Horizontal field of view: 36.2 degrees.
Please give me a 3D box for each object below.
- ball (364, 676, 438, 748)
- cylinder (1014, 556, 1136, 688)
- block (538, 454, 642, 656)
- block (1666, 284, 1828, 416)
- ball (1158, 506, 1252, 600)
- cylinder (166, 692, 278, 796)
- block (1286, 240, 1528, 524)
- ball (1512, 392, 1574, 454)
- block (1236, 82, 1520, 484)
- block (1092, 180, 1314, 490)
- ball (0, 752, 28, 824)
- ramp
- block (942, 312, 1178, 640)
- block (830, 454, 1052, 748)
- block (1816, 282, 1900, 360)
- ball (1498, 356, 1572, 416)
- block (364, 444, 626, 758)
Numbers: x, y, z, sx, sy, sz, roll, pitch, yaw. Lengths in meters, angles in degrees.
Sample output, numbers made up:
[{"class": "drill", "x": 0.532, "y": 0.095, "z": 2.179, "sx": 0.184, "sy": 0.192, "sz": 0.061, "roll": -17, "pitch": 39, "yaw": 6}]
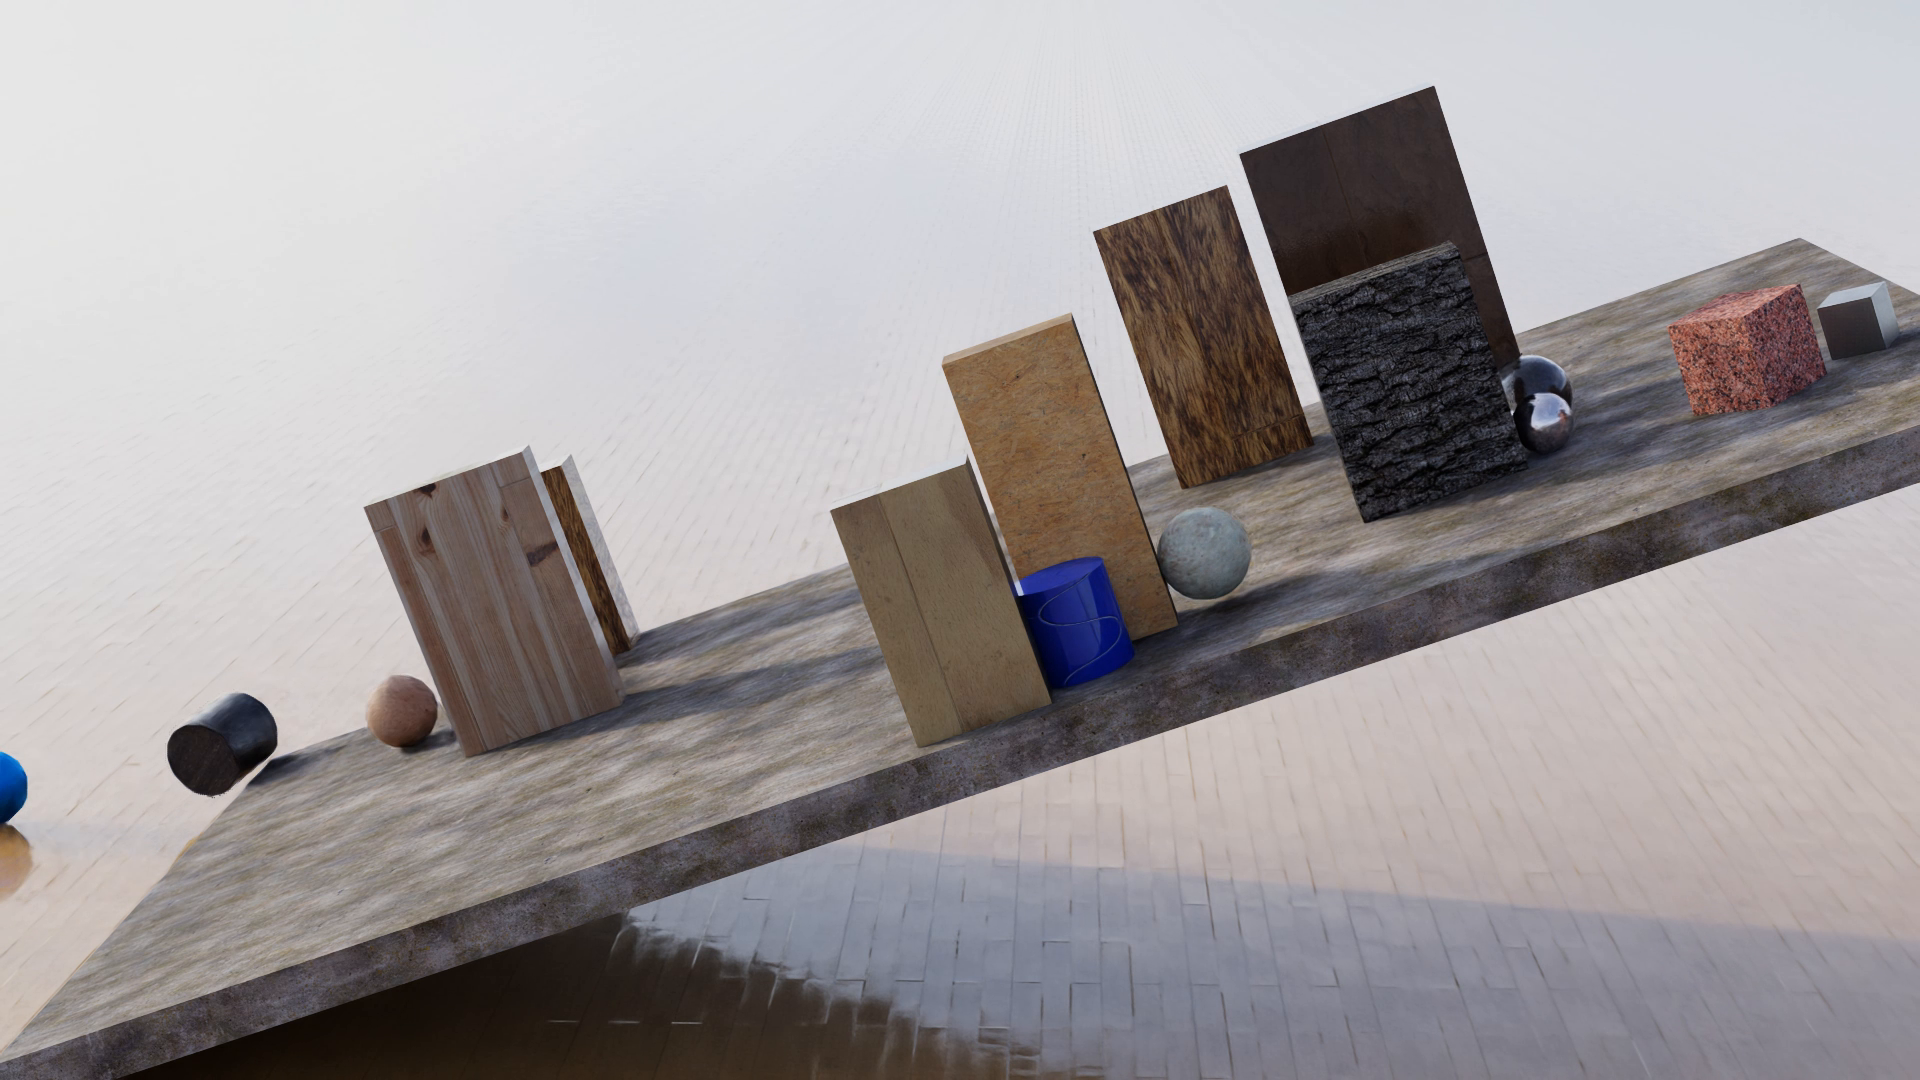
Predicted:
[{"class": "ball", "x": -1.333, "y": 0.408, "z": 7.015, "sx": 0.172, "sy": 0.172, "sz": 0.172, "roll": 0, "pitch": 13, "yaw": 0}, {"class": "cylinder", "x": 0.209, "y": 0.154, "z": 5.497, "sx": 0.188, "sy": 0.188, "sz": 0.188, "roll": -19, "pitch": 11, "yaw": 4}, {"class": "block", "x": -1.043, "y": 0.083, "z": 7.250, "sx": 0.346, "sy": 0.487, "sz": 0.149, "roll": -19, "pitch": 11, "yaw": 6}, {"class": "block", "x": 1.527, "y": -0.368, "z": 5.707, "sx": 0.186, "sy": 0.186, "sz": 0.186, "roll": -28, "pitch": 13, "yaw": -34}, {"class": "ball", "x": 0.466, "y": 0.025, "z": 5.605, "sx": 0.179, "sy": 0.179, "sz": 0.179, "roll": 0, "pitch": 13, "yaw": 0}, {"class": "cylinder", "x": -1.847, "y": 0.511, "z": 7.370, "sx": 0.197, "sy": 0.197, "sz": 0.197, "roll": 4, "pitch": 22, "yaw": 18}, {"class": "block", "x": 0.889, "y": -0.314, "z": 5.846, "sx": 0.340, "sy": 0.461, "sz": 0.140, "roll": -19, "pitch": 11, "yaw": 6}, {"class": "ball", "x": 1.163, "y": -0.235, "z": 5.866, "sx": 0.122, "sy": 0.122, "sz": 0.122, "roll": 0, "pitch": 13, "yaw": 0}, {"class": "block", "x": 0.900, "y": -0.538, "z": 6.184, "sx": 0.422, "sy": 0.737, "sz": 0.118, "roll": -19, "pitch": 11, "yaw": 6}, {"class": "block", "x": 0.556, "y": -0.466, "z": 6.720, "sx": 0.319, "sy": 0.629, "sz": 0.095, "roll": -19, "pitch": 11, "yaw": 6}, {"class": "ball", "x": -2.392, "y": 0.610, "z": 7.239, "sx": 0.188, "sy": 0.188, "sz": 0.188, "roll": 0, "pitch": 13, "yaw": 0}, {"class": "ramp", "x": 0.112, "y": 0.178, "z": 6.301, "sx": 4.000, "sy": 0.100, "sz": 2.000, "roll": -19, "pitch": 11, "yaw": 6}, {"class": "block", "x": 0.192, "y": -0.094, "z": 5.593, "sx": 0.258, "sy": 0.619, "sz": 0.105, "roll": -19, "pitch": 11, "yaw": 6}, {"class": "block", "x": -0.032, "y": 0.112, "z": 5.382, "sx": 0.260, "sy": 0.472, "sz": 0.100, "roll": -19, "pitch": 11, "yaw": 6}, {"class": "block", "x": 1.768, "y": -0.431, "z": 5.786, "sx": 0.109, "sy": 0.109, "sz": 0.109, "roll": -12, "pitch": 14, "yaw": 35}, {"class": "ball", "x": 1.167, "y": -0.293, "z": 6.018, "sx": 0.170, "sy": 0.170, "sz": 0.170, "roll": 0, "pitch": 13, "yaw": 0}, {"class": "block", "x": -1.046, "y": 0.140, "z": 6.643, "sx": 0.382, "sy": 0.617, "sz": 0.092, "roll": -19, "pitch": 11, "yaw": 6}]
